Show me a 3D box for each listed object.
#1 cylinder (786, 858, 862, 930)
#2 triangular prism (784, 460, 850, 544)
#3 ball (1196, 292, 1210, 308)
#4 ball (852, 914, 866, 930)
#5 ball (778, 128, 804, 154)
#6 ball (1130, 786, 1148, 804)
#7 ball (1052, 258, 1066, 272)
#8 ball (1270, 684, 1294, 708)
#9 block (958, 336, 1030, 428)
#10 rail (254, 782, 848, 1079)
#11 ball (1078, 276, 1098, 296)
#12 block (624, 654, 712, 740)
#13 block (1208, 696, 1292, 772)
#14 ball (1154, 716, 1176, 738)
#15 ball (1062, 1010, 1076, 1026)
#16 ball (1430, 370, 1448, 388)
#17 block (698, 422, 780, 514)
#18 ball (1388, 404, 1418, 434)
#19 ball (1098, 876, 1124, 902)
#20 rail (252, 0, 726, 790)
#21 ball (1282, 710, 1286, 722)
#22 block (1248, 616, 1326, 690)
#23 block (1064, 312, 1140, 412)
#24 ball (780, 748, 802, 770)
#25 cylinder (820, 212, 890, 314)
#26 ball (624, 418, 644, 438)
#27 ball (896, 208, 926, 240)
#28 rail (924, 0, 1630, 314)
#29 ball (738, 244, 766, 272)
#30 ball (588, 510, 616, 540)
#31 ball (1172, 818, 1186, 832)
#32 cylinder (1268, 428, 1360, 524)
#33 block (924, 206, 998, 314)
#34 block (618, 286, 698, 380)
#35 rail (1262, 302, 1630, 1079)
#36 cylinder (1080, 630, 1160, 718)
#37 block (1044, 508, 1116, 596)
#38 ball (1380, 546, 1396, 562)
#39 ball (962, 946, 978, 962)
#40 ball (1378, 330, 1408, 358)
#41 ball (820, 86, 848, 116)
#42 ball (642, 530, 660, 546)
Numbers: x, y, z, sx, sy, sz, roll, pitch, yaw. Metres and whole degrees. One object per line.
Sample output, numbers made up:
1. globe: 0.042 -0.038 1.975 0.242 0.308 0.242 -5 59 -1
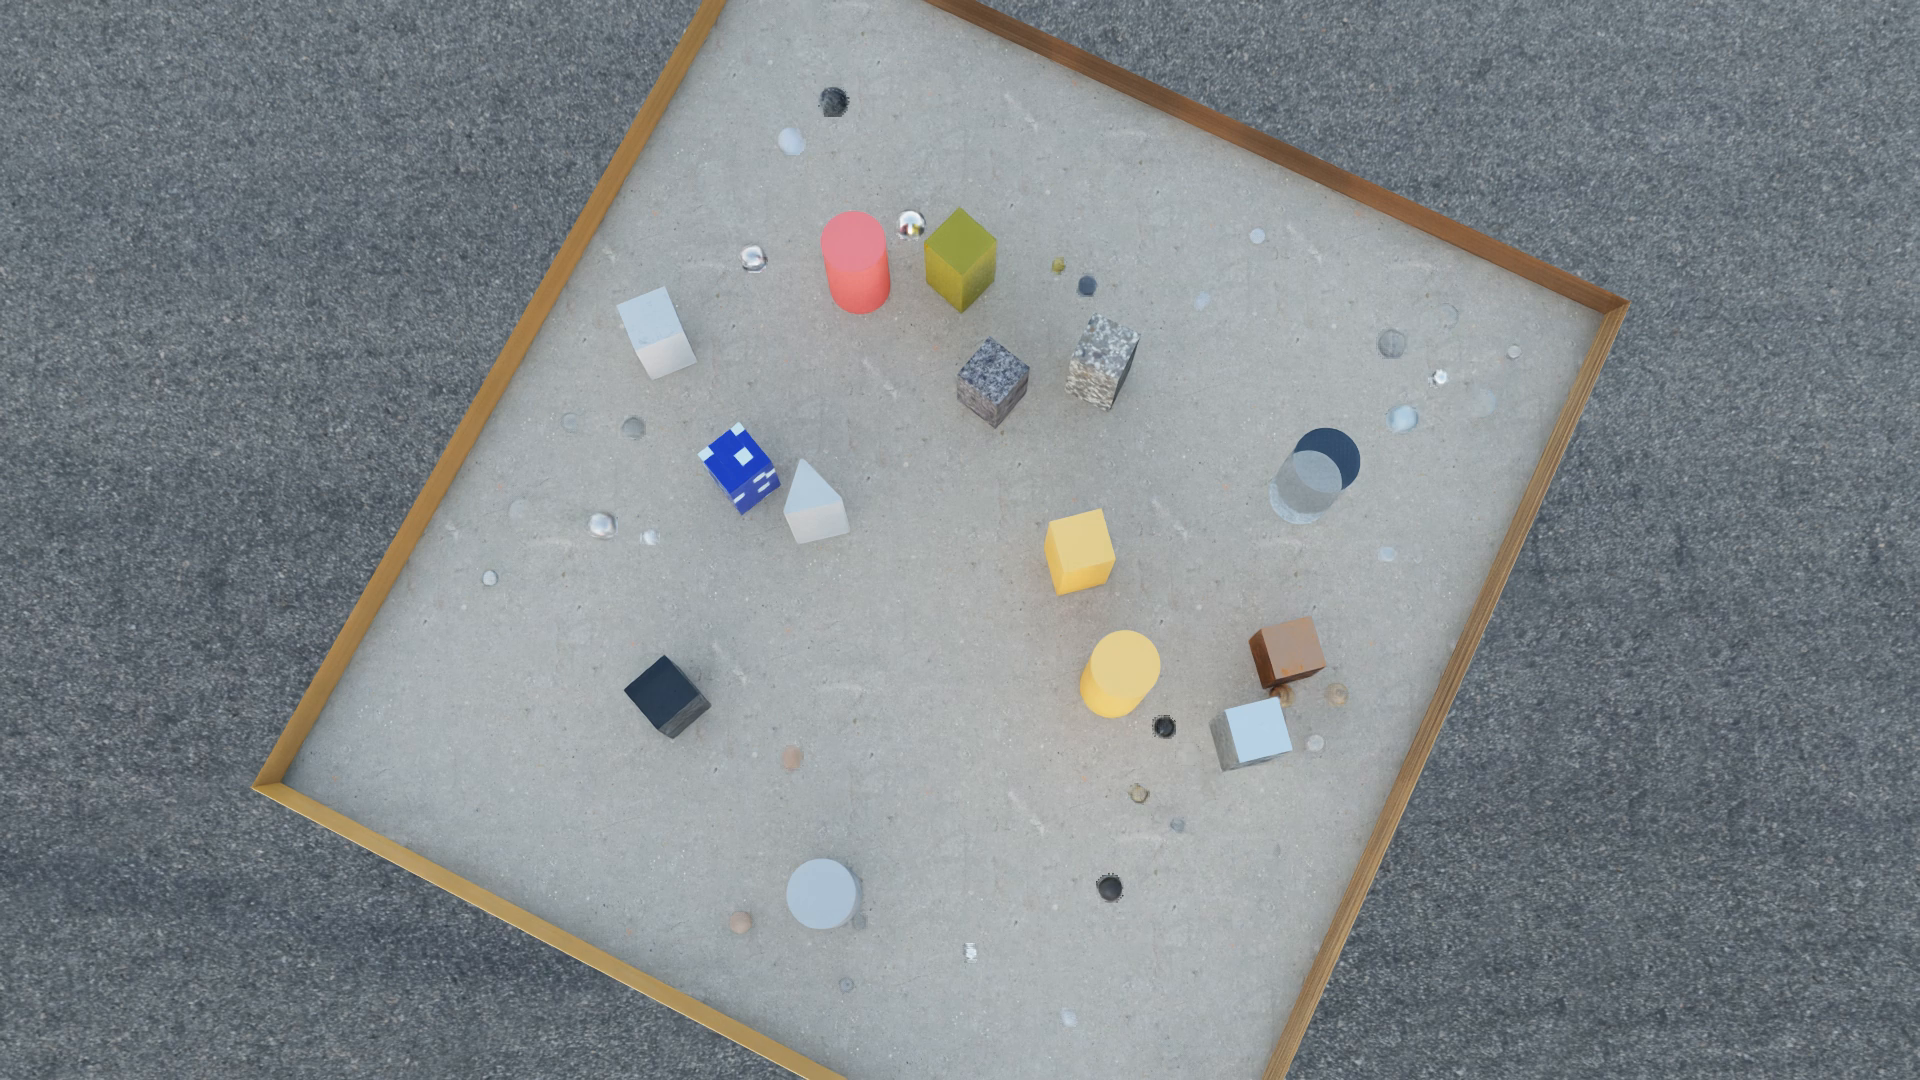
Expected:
1. cylinder: -0.384 1.013 5.236 0.192 0.334 0.192 0 78 0
2. triangular prism: -0.435 -0.120 5.423 0.166 0.428 0.144 -13 79 -3
3. ball: 0.762 -0.750 5.747 0.048 0.048 0.048 0 78 0
4. ball: -0.295 1.119 5.358 0.045 0.045 0.045 0 78 0
5. ball: -0.537 -1.273 5.837 0.084 0.084 0.084 0 78 0
6. ball: 0.531 0.755 5.434 0.052 0.052 0.052 0 78 0
7. ball: 0.310 -0.864 5.772 0.045 0.045 0.045 0 78 0
8. ball: 0.964 0.467 5.482 0.073 0.073 0.073 0 78 0
9. block: 0.099 -0.476 5.580 0.154 0.264 0.154 39 81 7
10. rail: -0.700 1.378 5.267 3.033 0.125 0.045 26 80 5
11. ball: 0.400 -0.799 5.750 0.063 0.063 0.063 0 78 0
12. block: -0.854 0.464 5.375 0.154 0.284 0.154 -41 81 -8
13. block: 0.839 0.568 5.318 0.154 0.355 0.154 -14 79 -3
14. ball: 0.609 0.559 5.468 0.064 0.064 0.064 0 78 0
15. ball: 0.315 1.385 5.308 0.044 0.044 0.044 0 78 0
16. ball: 1.491 -0.502 5.693 0.054 0.054 0.054 0 78 0
17. block: -0.660 -0.210 5.509 0.154 0.296 0.154 -39 81 -7
18. ball: 1.367 -0.373 5.649 0.088 0.088 0.088 0 78 0
19. ball: 0.441 1.022 5.368 0.073 0.073 0.073 0 78 0
20. rail: -1.335 -0.647 5.686 0.045 0.125 3.180 26 80 5
21. ball: 0.938 0.532 5.471 0.069 0.069 0.069 0 78 0
22. block: 0.967 0.335 5.426 0.154 0.237 0.154 -15 79 -3
23. block: 0.428 -0.533 5.544 0.154 0.358 0.154 26 79 5
24. ball: -0.500 0.652 5.448 0.067 0.067 0.067 0 78 0
25. cylinder: -0.315 -0.842 5.596 0.192 0.381 0.192 0 78 0
26. ball: -1.007 -0.344 5.654 0.065 0.065 0.065 0 78 0
27. ball: -0.155 -0.995 5.773 0.096 0.096 0.096 0 78 0
28. rail: 0.700 -1.365 5.834 3.033 0.125 0.045 26 80 5
29. ball: -0.651 -0.885 5.755 0.088 0.088 0.088 0 78 0
30. ball: -1.090 -0.045 5.581 0.089 0.089 0.089 0 78 0
31. ball: 0.645 0.845 5.420 0.041 0.041 0.041 0 78 0
32. cylinder: 1.047 -0.185 5.437 0.192 0.427 0.192 0 78 0
33. block: 0.002 -0.853 5.614 0.154 0.350 0.154 43 81 8
34. block: -0.921 -0.627 5.591 0.154 0.305 0.154 -23 79 -5
35. rail: 1.335 0.660 5.415 0.045 0.125 3.180 26 80 5
36. cylinder: 0.457 0.392 5.291 0.192 0.479 0.192 0 78 0
37. block: 0.350 0.040 5.413 0.154 0.382 0.154 -14 79 -3
38. ball: 1.304 0.044 5.583 0.048 0.048 0.048 0 78 0
39. ball: 0.031 1.205 5.344 0.046 0.046 0.046 0 78 0
40. ball: 1.345 -0.609 5.697 0.088 0.088 0.088 0 78 0
41. ball: -0.405 -1.403 5.861 0.090 0.090 0.090 0 78 0
42. ball: -0.943 -0.006 5.593 0.050 0.050 0.050 0 78 0
